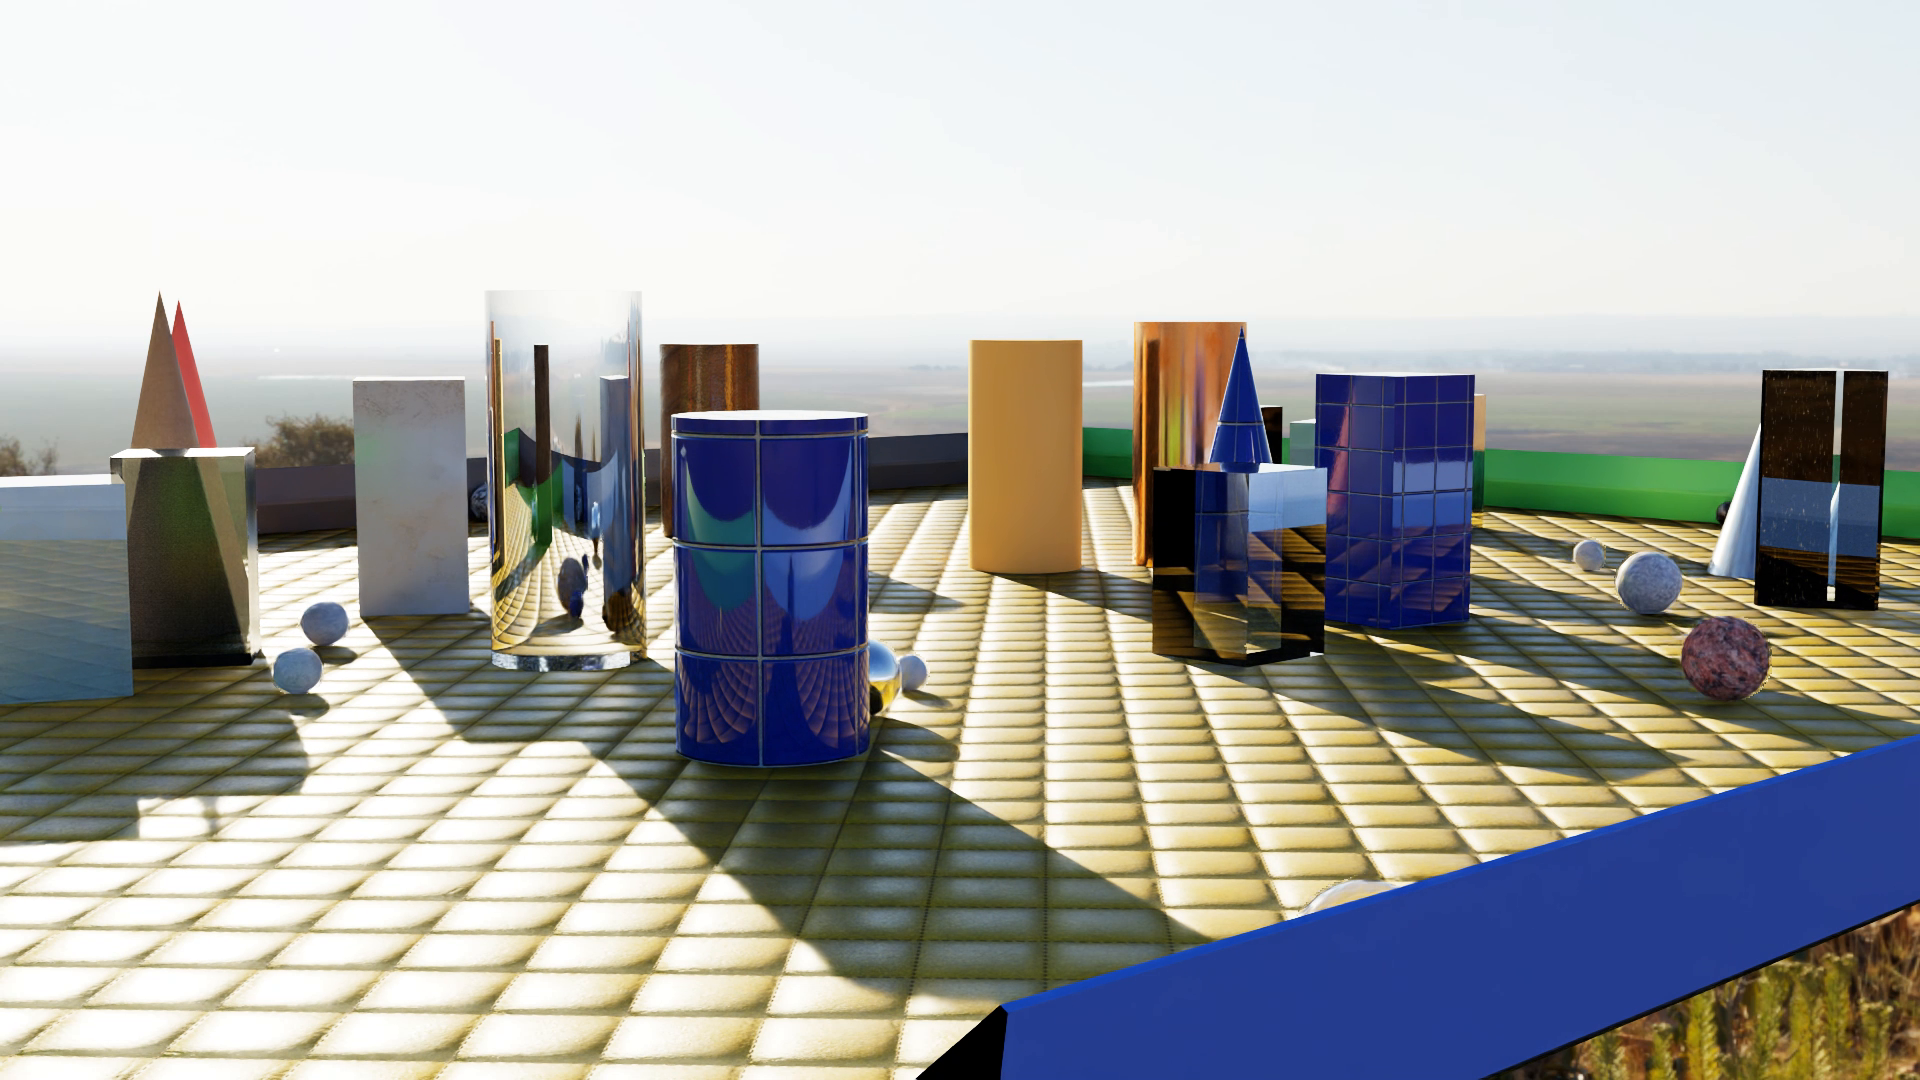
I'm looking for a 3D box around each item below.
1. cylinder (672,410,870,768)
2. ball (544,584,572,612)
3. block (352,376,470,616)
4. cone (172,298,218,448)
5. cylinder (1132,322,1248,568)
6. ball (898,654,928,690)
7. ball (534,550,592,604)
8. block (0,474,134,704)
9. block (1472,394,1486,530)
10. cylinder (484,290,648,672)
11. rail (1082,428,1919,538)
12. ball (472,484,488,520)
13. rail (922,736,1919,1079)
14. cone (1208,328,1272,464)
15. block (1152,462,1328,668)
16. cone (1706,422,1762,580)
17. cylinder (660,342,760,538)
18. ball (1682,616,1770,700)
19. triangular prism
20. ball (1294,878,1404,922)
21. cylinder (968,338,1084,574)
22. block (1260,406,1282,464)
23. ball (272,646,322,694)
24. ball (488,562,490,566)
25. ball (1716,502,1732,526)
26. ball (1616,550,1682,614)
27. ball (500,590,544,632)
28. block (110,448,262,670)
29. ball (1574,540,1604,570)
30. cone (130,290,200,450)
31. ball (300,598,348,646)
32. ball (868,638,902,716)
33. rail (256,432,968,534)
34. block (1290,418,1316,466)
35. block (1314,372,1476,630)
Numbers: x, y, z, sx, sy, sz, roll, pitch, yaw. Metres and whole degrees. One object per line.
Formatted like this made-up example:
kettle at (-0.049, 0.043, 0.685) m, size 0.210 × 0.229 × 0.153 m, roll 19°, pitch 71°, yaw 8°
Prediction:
cylinder at (-0.191, 0.043, 2.229) m, size 0.197 × 0.340 × 0.197 m, roll 0°, pitch 6°, yaw 0°
ball at (-0.593, 0.086, 3.249) m, size 0.042 × 0.042 × 0.042 m, roll 0°, pitch 6°, yaw 0°
block at (-0.817, -0.069, 3.285) m, size 0.158 × 0.344 × 0.158 m, roll -1°, pitch 6°, yaw -12°
cone at (-1.208, -0.144, 3.422) m, size 0.197 × 0.465 × 0.197 m, roll 0°, pitch 6°, yaw 0°
cylinder at (0.403, -0.171, 3.869) m, size 0.197 × 0.425 × 0.197 m, roll 0°, pitch 6°, yaw 0°
ball at (-0.060, 0.156, 2.582) m, size 0.043 × 0.043 × 0.043 m, roll 0°, pitch 6°, yaw 0°
ball at (-0.599, 0.058, 3.314) m, size 0.085 × 0.085 × 0.085 m, roll 0°, pitch 6°, yaw 0°
block at (-1.062, 0.054, 2.576) m, size 0.158 × 0.247 × 0.158 m, roll -3°, pitch 6°, yaw -23°
block at (0.964, -0.160, 4.500) m, size 0.158 × 0.273 × 0.158 m, roll 5°, pitch 8°, yaw 40°
cylinder at (-0.500, -0.081, 2.795) m, size 0.197 × 0.469 × 0.197 m, roll 0°, pitch 6°, yaw 0°
rail at (1.486, -0.109, 4.696) m, size 0.045 × 0.128 × 3.466 m, roll -5°, pitch 8°, yaw -42°
ball at (-0.994, -0.080, 4.658) m, size 0.080 × 0.080 × 0.080 m, roll 0°, pitch 6°, yaw 0°
rail at (1.159, 0.164, 2.082) m, size 4.092 × 0.128 × 0.045 m, roll -5°, pitch 8°, yaw -42°
cone at (0.443, -0.129, 3.475) m, size 0.197 × 0.423 × 0.197 m, roll 0°, pitch 6°, yaw 0°
block at (0.362, 0.027, 2.849) m, size 0.158 × 0.243 × 0.158 m, roll -6°, pitch 8°, yaw -43°
cone at (1.372, -0.104, 3.719) m, size 0.197 × 0.323 × 0.197 m, roll 0°, pitch 6°, yaw 0°
cylinder at (-0.496, -0.200, 4.366) m, size 0.197 × 0.379 × 0.197 m, roll 0°, pitch 6°, yaw 0°
ball at (0.877, 0.135, 2.518) m, size 0.097 × 0.097 × 0.097 m, roll 0°, pitch 6°, yaw 0°
triangular prism at (1.309, -0.082, 3.351) m, size 0.171 × 0.356 × 0.148 m, roll 2°, pitch 6°, yaw 20°
ball at (0.249, 0.257, 1.344) m, size 0.099 × 0.099 × 0.099 m, roll 0°, pitch 6°, yaw 0°
cylinder at (0.113, -0.149, 3.810) m, size 0.197 × 0.394 × 0.197 m, roll 0°, pitch 6°, yaw 0°
block at (0.522, -0.136, 4.338) m, size 0.158 × 0.257 × 0.158 m, roll -4°, pitch 7°, yaw -37°
ball at (-0.772, 0.151, 2.563) m, size 0.056 × 0.056 × 0.056 m, roll 0°, pitch 6°, yaw 0°
ball at (-0.763, 0.039, 3.675) m, size 0.047 × 0.047 × 0.047 m, roll 0°, pitch 6°, yaw 0°
ball at (1.589, -0.054, 4.543) m, size 0.052 × 0.052 × 0.052 m, roll 0°, pitch 6°, yaw 0°
ball at (1.013, 0.062, 3.233) m, size 0.093 × 0.093 × 0.093 m, roll 0°, pitch 6°, yaw 0°
ball at (-0.609, 0.098, 3.058) m, size 0.058 × 0.058 × 0.058 m, roll 0°, pitch 6°, yaw 0°
block at (-0.987, 0.020, 2.812) m, size 0.158 × 0.265 × 0.158 m, roll -1°, pitch 6°, yaw -13°
ball at (1.081, 0.026, 3.781) m, size 0.052 × 0.052 × 0.052 m, roll 0°, pitch 6°, yaw 0°
cone at (-1.122, -0.117, 3.108) m, size 0.197 × 0.476 × 0.197 m, roll 0°, pitch 6°, yaw 0°
ball at (-0.847, 0.110, 2.930) m, size 0.062 × 0.062 × 0.062 m, roll 0°, pitch 6°, yaw 0°
ball at (-0.107, 0.151, 2.413) m, size 0.088 × 0.088 × 0.088 m, roll 0°, pitch 6°, yaw 0°
rail at (-1.159, -0.097, 4.581) m, size 4.092 × 0.128 × 0.045 m, roll -5°, pitch 8°, yaw -42°
block at (0.681, -0.084, 3.877) m, size 0.158 × 0.250 × 0.158 m, roll 3°, pitch 7°, yaw 27°
block at (0.622, -0.061, 3.163) m, size 0.158 × 0.354 × 0.158 m, roll -4°, pitch 7°, yaw -34°
